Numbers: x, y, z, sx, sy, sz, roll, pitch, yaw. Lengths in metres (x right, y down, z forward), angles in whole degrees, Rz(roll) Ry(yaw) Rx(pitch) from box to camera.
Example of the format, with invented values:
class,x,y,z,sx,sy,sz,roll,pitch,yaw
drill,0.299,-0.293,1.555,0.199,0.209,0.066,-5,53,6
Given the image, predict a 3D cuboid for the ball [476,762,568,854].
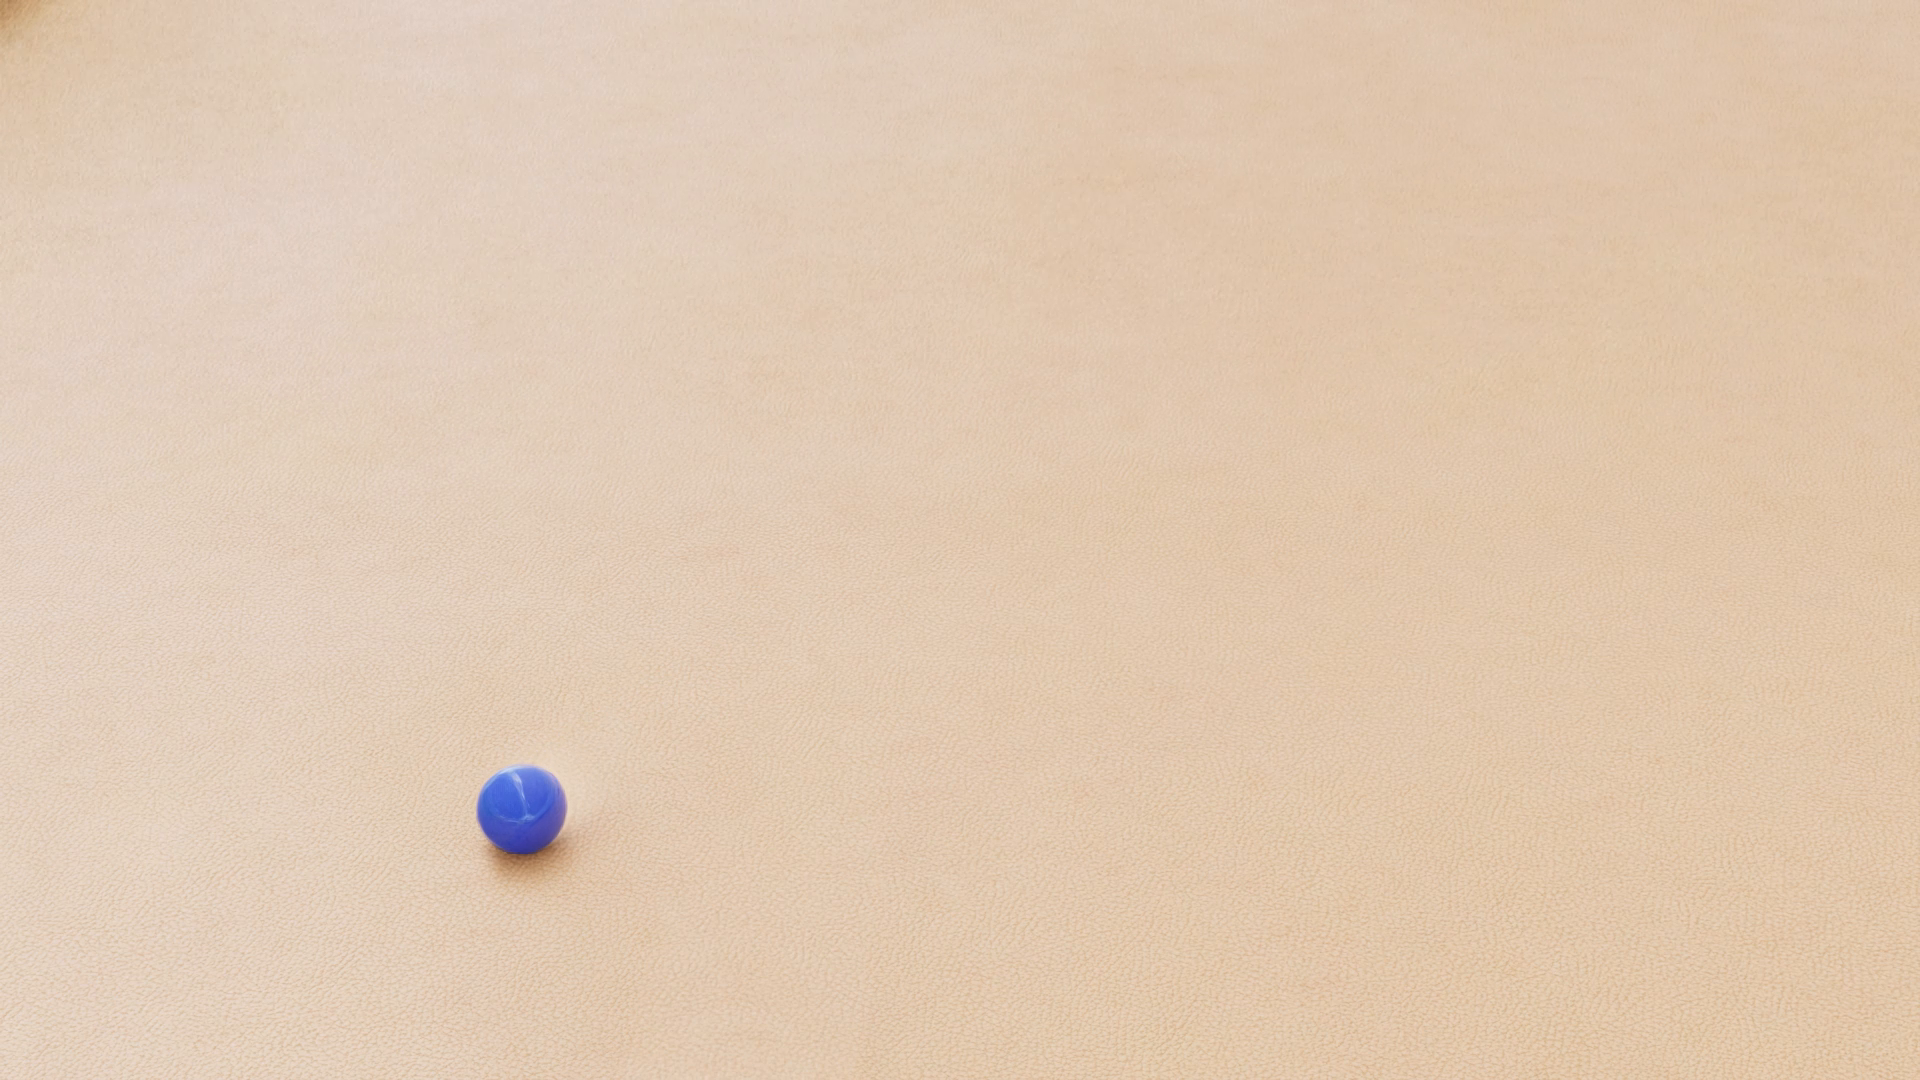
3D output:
class,x,y,z,sx,sy,sz,roll,pitch,yaw
ball,-0.210,0.129,1.413,0.043,0.043,0.043,0,30,0
